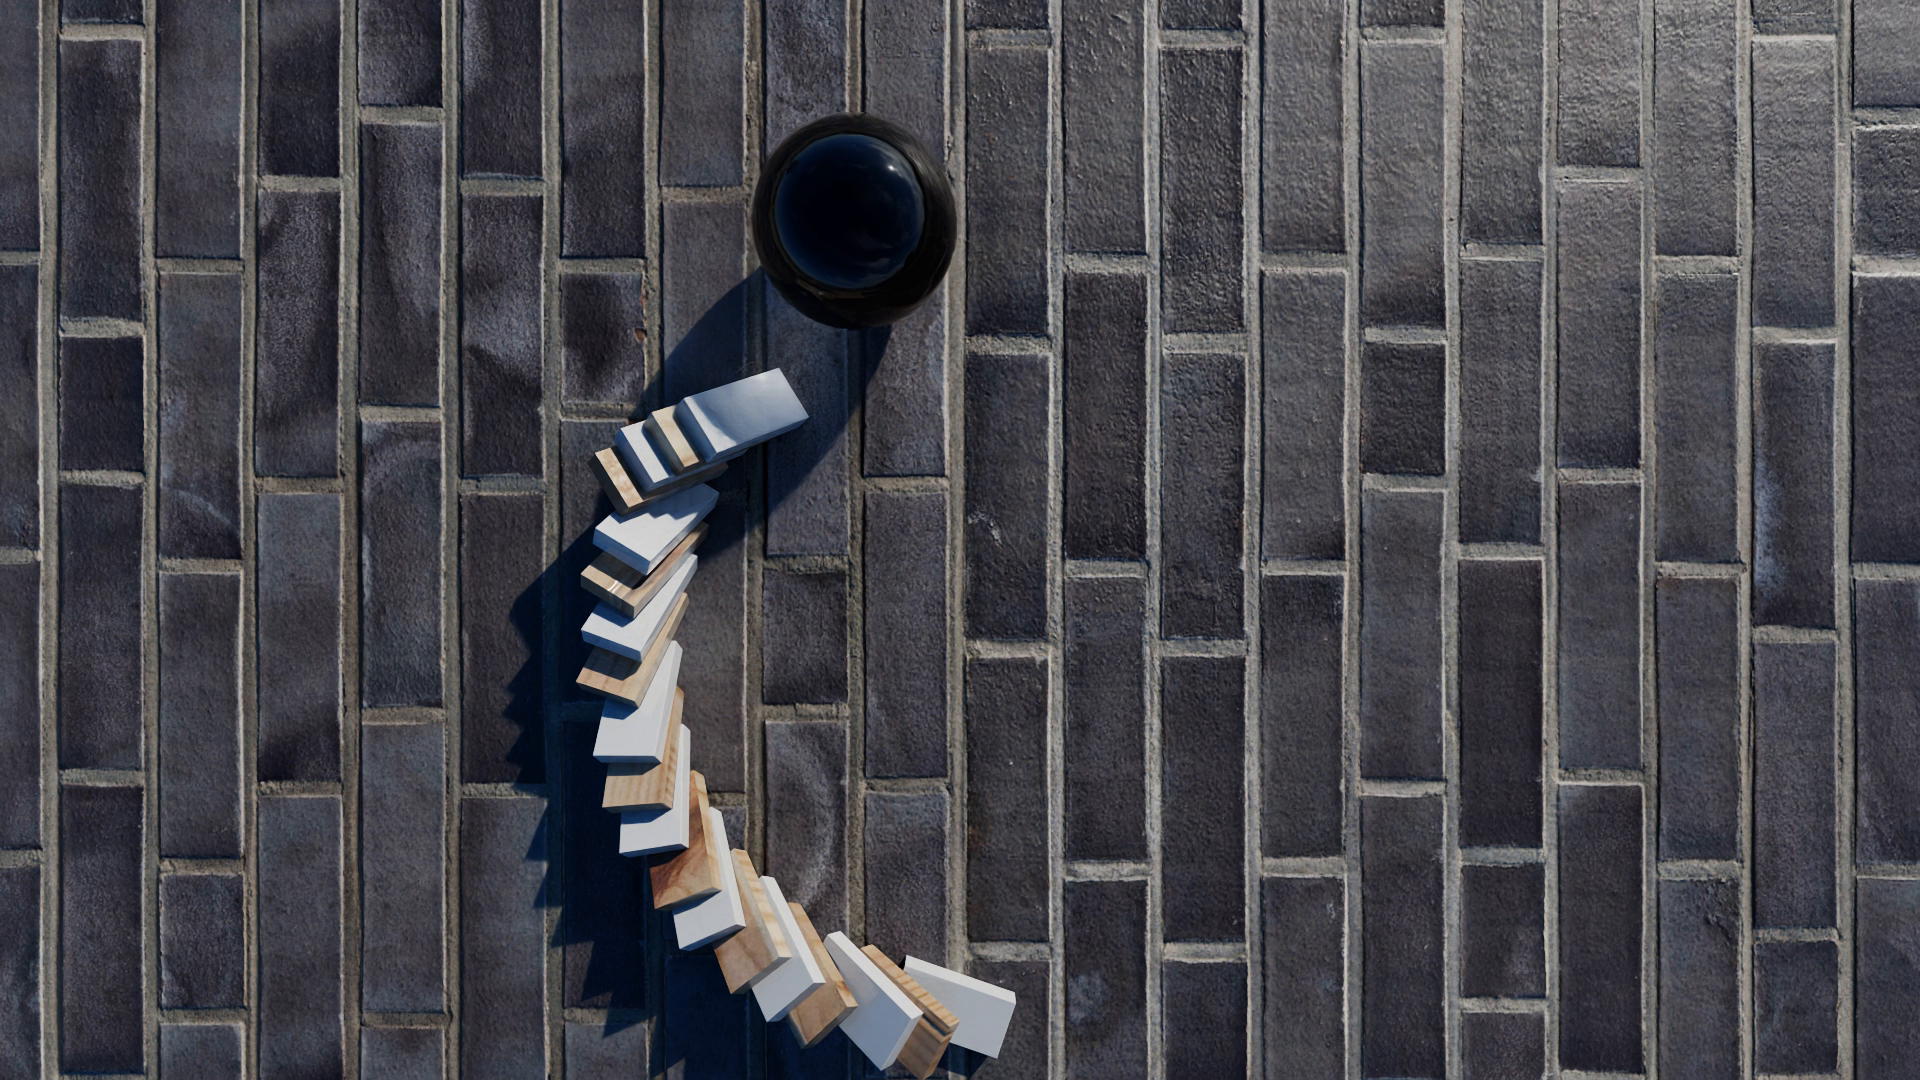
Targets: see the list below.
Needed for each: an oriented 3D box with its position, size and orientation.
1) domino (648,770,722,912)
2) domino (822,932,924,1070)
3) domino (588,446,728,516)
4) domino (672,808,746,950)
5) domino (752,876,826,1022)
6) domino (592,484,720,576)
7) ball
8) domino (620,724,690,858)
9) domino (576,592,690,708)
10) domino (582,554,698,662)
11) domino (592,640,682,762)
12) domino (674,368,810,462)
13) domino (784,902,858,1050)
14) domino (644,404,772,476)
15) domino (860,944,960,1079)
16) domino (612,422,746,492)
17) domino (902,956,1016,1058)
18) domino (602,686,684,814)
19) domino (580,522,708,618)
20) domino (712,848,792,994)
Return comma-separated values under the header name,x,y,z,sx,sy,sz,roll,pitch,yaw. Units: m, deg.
name,x,y,z,sx,sy,sz,roll,pitch,yaw
domino,-0.117,0.125,0.383,0.025,0.010,0.050,-21,59,1
domino,-0.042,0.191,0.381,0.050,0.010,0.025,32,93,29
domino,-0.124,-0.031,0.379,0.050,0.009,0.025,-32,90,-45
domino,-0.108,0.141,0.383,0.025,0.009,0.050,-23,59,0
domino,-0.079,0.170,0.382,0.025,0.010,0.050,-40,57,2
domino,-0.124,-0.010,0.378,0.025,0.050,0.009,31,132,0
ball,-0.041,-0.123,0.360,0.080,0.080,0.080,0,90,0
domino,-0.127,0.104,0.384,0.025,0.009,0.050,-9,60,0
domino,-0.136,0.042,0.384,0.025,0.010,0.050,18,61,0
domino,-0.132,0.024,0.381,0.025,0.009,0.050,20,52,0
domino,-0.134,0.067,0.383,0.025,0.009,0.050,0,60,2
domino,-0.089,-0.052,0.379,0.050,0.010,0.025,-31,90,-45
domino,-0.067,0.181,0.382,0.025,0.010,0.050,-43,57,0
domino,-0.102,-0.047,0.379,0.050,0.010,0.025,-31,90,-45
domino,-0.027,0.197,0.383,0.050,0.009,0.025,28,92,29
domino,-0.114,-0.040,0.379,0.050,0.009,0.025,-31,90,-45
domino,-0.004,0.201,0.395,0.050,0.010,0.025,19,90,0
domino,-0.132,0.087,0.383,0.025,0.009,0.050,-5,59,2
domino,-0.130,0.006,0.380,0.025,0.009,0.050,31,50,1
domino,-0.092,0.158,0.382,0.025,0.009,0.050,-38,57,3
